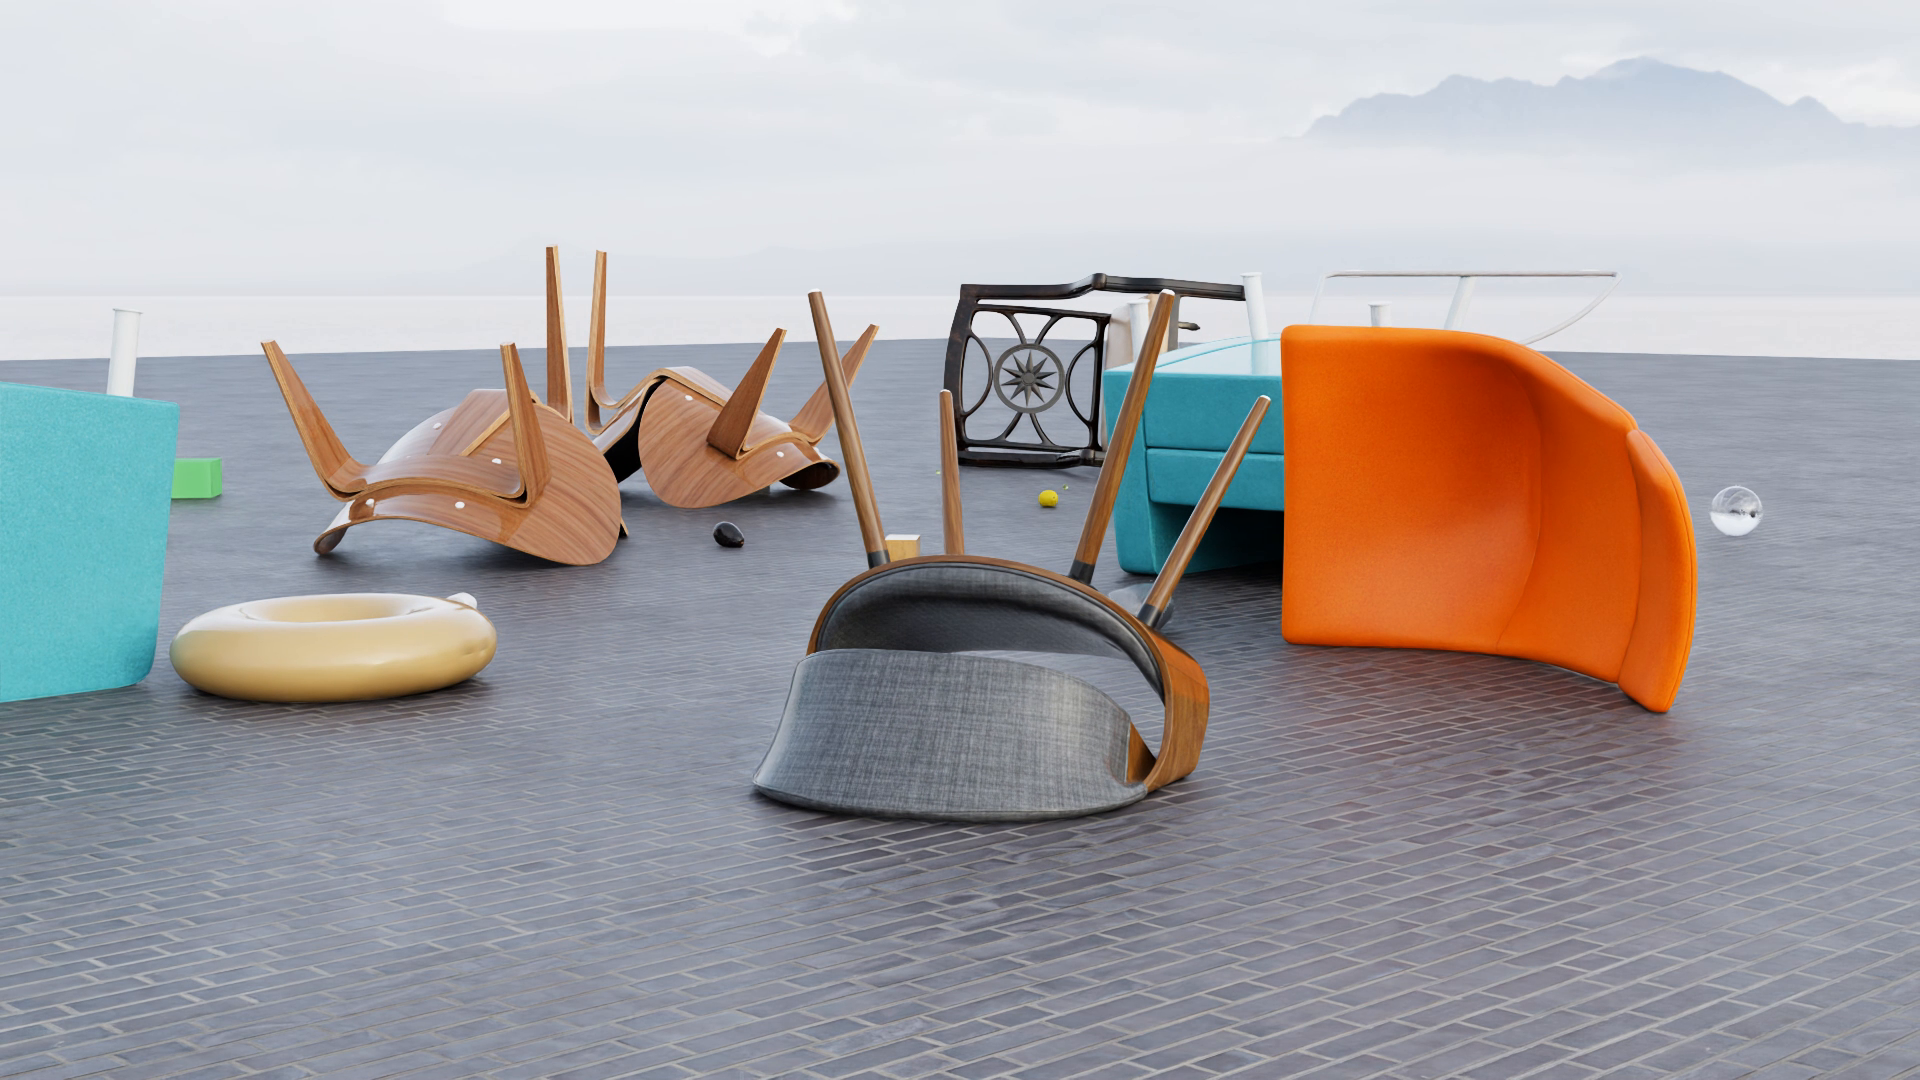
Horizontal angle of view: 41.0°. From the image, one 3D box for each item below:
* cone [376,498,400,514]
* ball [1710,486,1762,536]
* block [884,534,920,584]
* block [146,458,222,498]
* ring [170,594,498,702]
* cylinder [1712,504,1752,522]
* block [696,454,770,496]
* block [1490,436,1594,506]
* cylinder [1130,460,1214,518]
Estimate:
[{"bbox_3d":[-1.578,-0.084,7.114,0.068,0.050,0.047,2,37,-29],"label":"cone"},{"bbox_3d":[1.965,-0.072,6.494,0.127,0.127,0.127,0,6,0],"label":"ball"},{"bbox_3d":[-0.125,0.041,5.562,0.069,0.094,0.111,0,6,4],"label":"block"},{"bbox_3d":[-2.328,-0.186,7.701,0.188,0.106,0.158,0,6,-4],"label":"block"},{"bbox_3d":[-1.011,0.171,4.156,0.522,0.125,0.506,1,7,19],"label":"ring"},{"bbox_3d":[2.073,-0.073,6.883,0.087,0.049,0.057,-1,6,-12],"label":"cylinder"},{"bbox_3d":[-0.692,-0.199,7.804,0.153,0.111,0.209,-3,7,-29],"label":"block"},{"bbox_3d":[1.703,-0.205,7.509,0.219,0.183,0.197,-5,8,-40],"label":"block"},{"bbox_3d":[0.580,-0.140,7.036,0.175,0.150,0.155,5,-22,37],"label":"cylinder"}]
